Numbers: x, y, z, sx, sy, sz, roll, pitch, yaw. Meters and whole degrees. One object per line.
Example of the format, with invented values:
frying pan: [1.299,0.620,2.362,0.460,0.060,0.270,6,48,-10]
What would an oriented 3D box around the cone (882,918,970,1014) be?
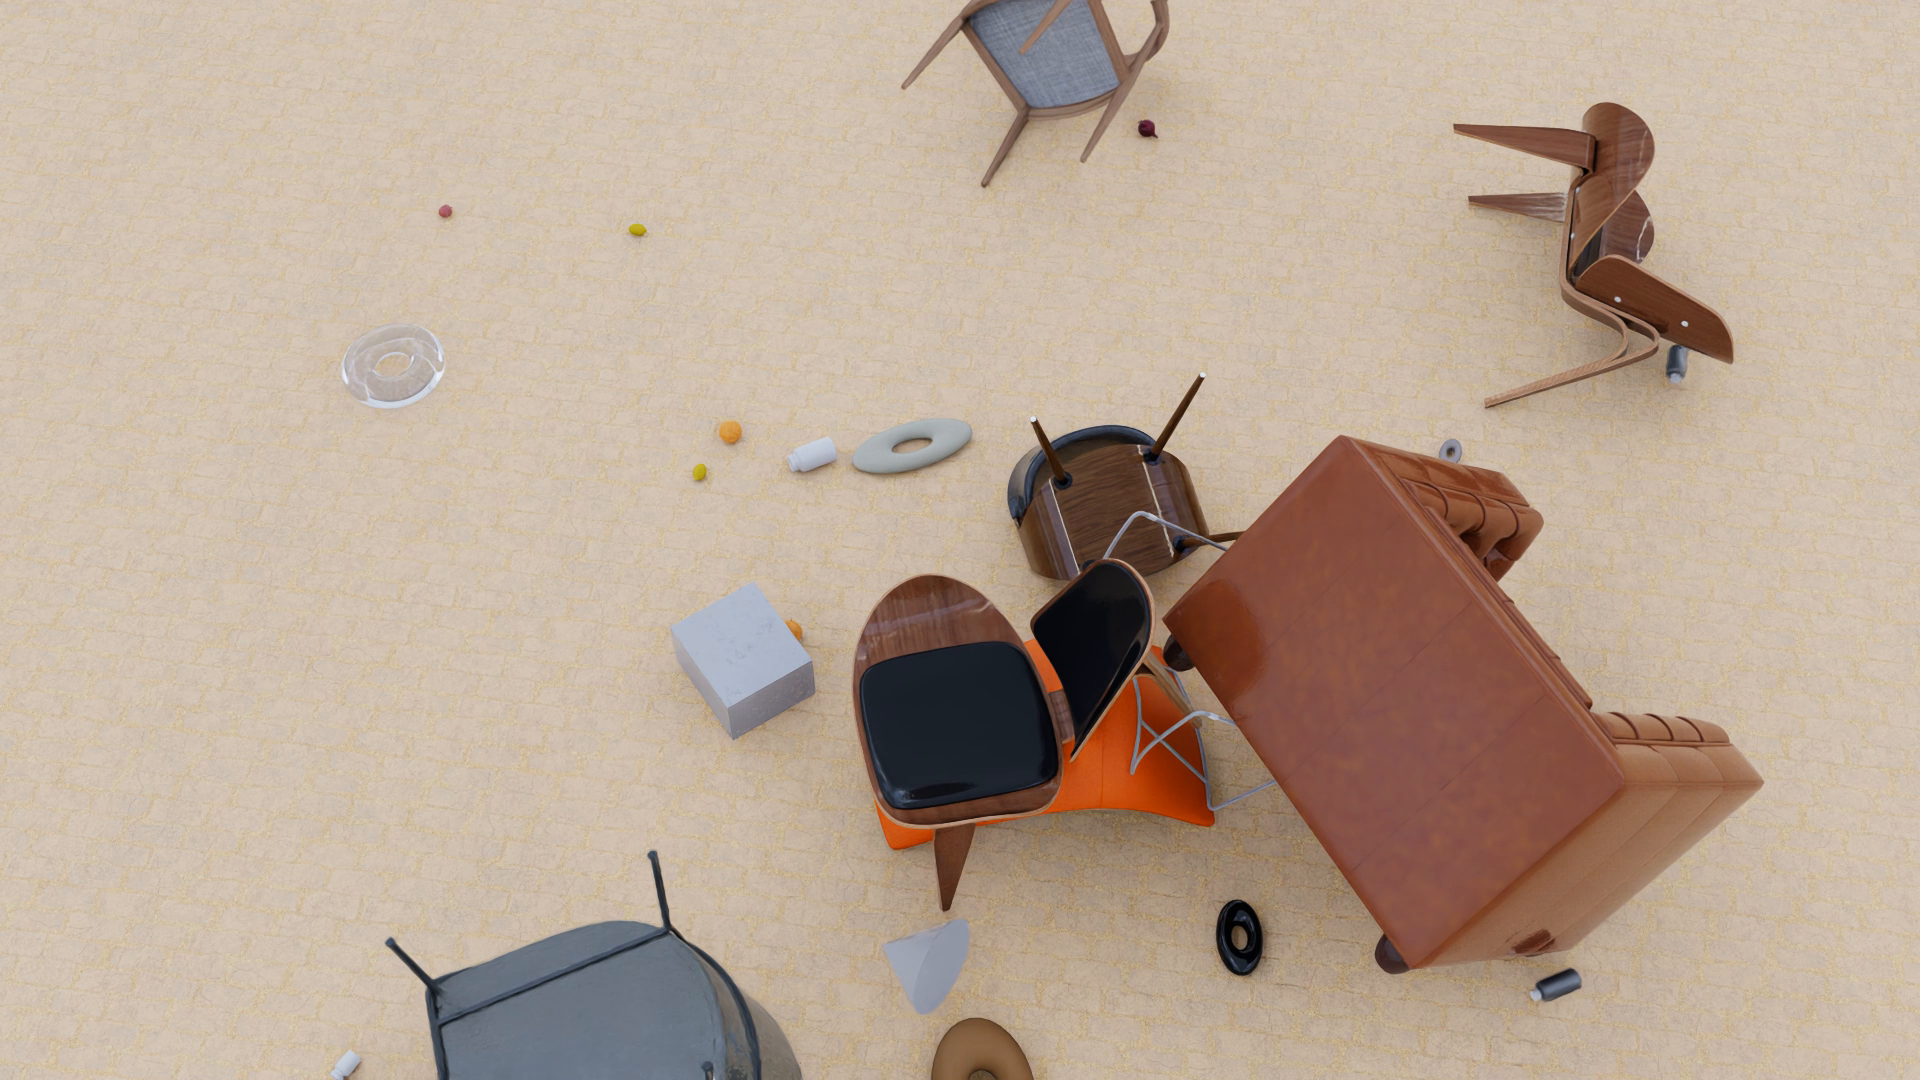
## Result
cone: [-0.127,1.093,5.791,0.205,0.175,0.275,12,60,37]

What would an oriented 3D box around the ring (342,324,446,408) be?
ring: [-1.776,-0.547,6.892,0.324,0.084,0.328,17,57,12]

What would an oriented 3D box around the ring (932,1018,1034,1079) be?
ring: [0.061,1.407,5.569,0.266,0.104,0.413,-9,57,-5]

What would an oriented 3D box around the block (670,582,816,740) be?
block: [-0.614,0.341,6.234,0.275,0.185,0.315,-29,61,-18]

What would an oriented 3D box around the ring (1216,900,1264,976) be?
ring: [0.741,1.054,5.833,0.125,0.056,0.217,-1,55,1]

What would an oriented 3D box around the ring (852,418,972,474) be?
ring: [-0.146,-0.289,6.739,0.387,0.048,0.168,-16,57,-10]

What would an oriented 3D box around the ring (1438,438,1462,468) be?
ring: [1.501,-0.264,6.732,0.067,0.032,0.111,19,59,10]
